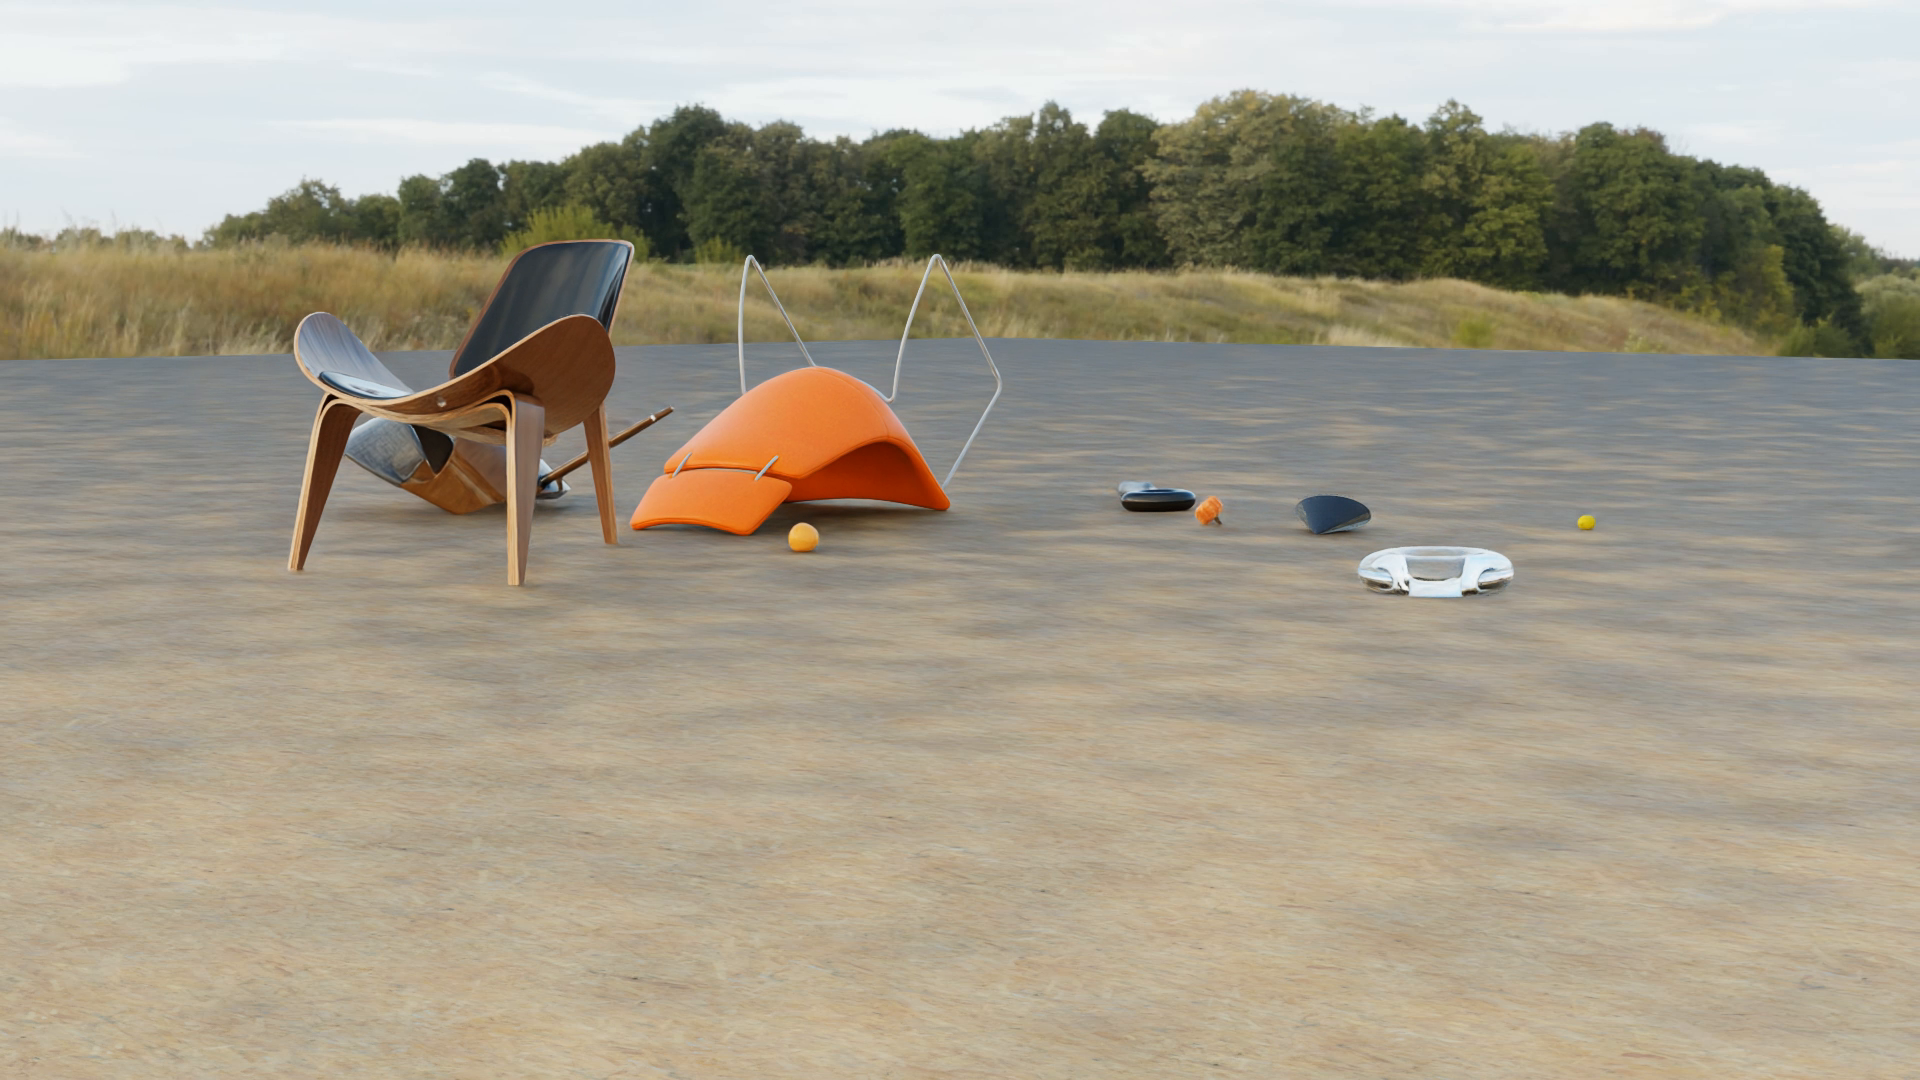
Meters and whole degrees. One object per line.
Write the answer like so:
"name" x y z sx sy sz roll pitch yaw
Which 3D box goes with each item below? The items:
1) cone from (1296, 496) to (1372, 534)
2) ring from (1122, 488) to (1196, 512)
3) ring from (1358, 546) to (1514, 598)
"cone" 0.936 -0.042 6.595 0.206 0.096 0.144 4 26 26
"ring" 0.559 -0.111 7.222 0.217 0.056 0.125 -2 8 -12
"ring" 0.996 0.066 5.374 0.324 0.084 0.328 -1 5 2
